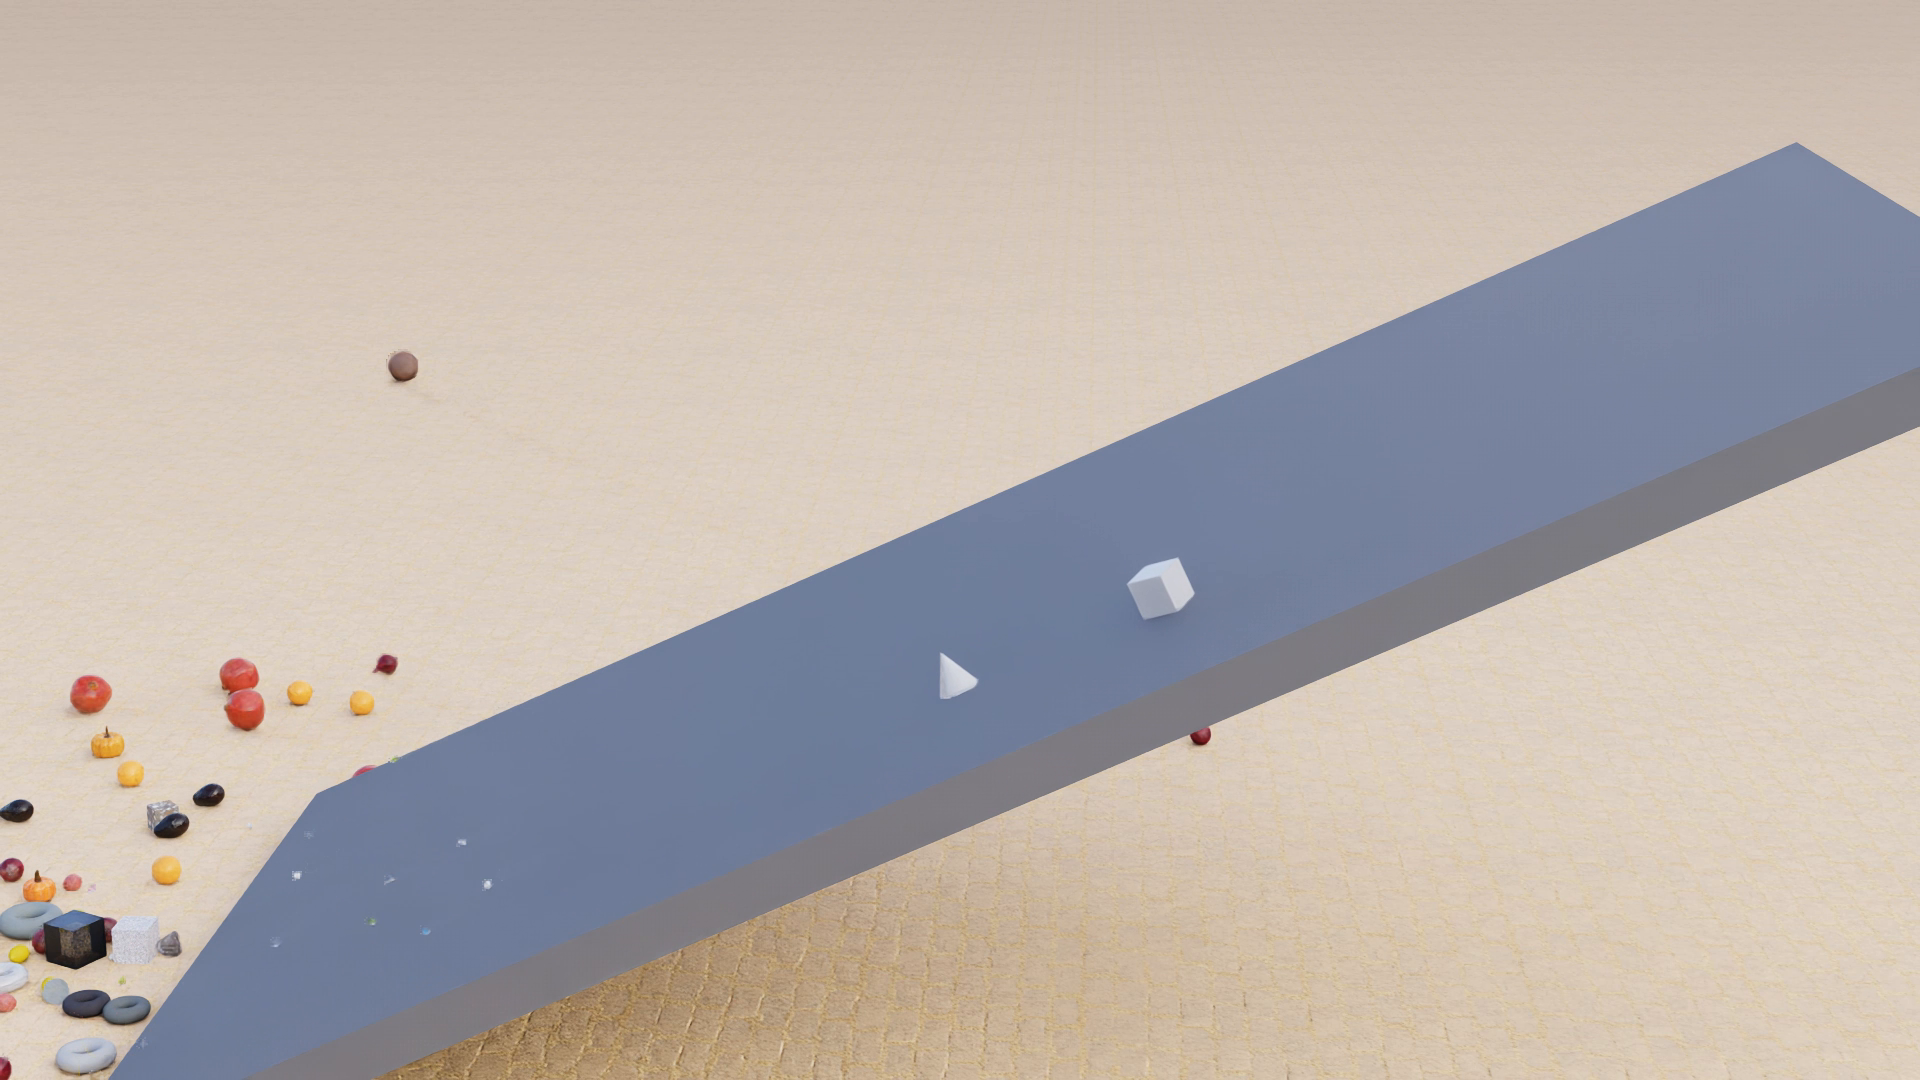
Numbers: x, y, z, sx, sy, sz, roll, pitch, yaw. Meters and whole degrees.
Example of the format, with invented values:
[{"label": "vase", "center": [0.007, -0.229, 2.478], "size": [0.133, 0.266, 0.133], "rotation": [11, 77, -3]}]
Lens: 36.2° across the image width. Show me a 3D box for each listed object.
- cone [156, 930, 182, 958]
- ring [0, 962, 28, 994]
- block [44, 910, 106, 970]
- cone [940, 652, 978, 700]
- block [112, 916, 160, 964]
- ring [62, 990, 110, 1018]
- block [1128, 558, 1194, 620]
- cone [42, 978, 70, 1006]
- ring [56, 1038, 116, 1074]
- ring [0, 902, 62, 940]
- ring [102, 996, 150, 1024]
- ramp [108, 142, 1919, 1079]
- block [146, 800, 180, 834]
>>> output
[{"label": "cone", "center": [-1.812, 0.918, 6.769], "size": [0.059, 0.059, 0.059], "rotation": [22, 28, -12]}, {"label": "ring", "center": [-2.154, 0.985, 6.606], "size": [0.121, 0.040, 0.121], "rotation": [-1, 16, 0]}, {"label": "block", "center": [-2.030, 0.917, 6.748], "size": [0.094, 0.094, 0.094], "rotation": [9, 18, 29]}, {"label": "cone", "center": [-0.021, 0.258, 5.819], "size": [0.084, 0.084, 0.084], "rotation": [-24, 13, 6]}, {"label": "block", "center": [-1.894, 0.919, 6.762], "size": [0.082, 0.082, 0.082], "rotation": [1, 16, 4]}, {"label": "ring", "center": [-1.925, 1.022, 6.484], "size": [0.104, 0.035, 0.104], "rotation": [0, 14, 0]}, {"label": "block", "center": [0.389, 0.095, 5.695], "size": [0.080, 0.080, 0.080], "rotation": [-16, 16, 37]}, {"label": "cone", "center": [-2.005, 1.007, 6.551], "size": [0.059, 0.059, 0.059], "rotation": [0, -11, 0]}, {"label": "ring", "center": [-1.849, 1.091, 6.224], "size": [0.125, 0.042, 0.125], "rotation": [-1, 14, 0]}, {"label": "ring", "center": [-2.184, 0.894, 6.914], "size": [0.149, 0.050, 0.149], "rotation": [0, 17, 0]}, {"label": "ring", "center": [-1.828, 1.031, 6.452], "size": [0.104, 0.035, 0.104], "rotation": [-1, 15, 0]}, {"label": "ramp", "center": [0.135, 0.169, 6.283], "size": [4.000, 0.100, 2.000], "rotation": [-24, 13, 9]}, {"label": "block", "center": [-2.042, 0.711, 7.543], "size": [0.063, 0.063, 0.063], "rotation": [-11, 19, -34]}]
